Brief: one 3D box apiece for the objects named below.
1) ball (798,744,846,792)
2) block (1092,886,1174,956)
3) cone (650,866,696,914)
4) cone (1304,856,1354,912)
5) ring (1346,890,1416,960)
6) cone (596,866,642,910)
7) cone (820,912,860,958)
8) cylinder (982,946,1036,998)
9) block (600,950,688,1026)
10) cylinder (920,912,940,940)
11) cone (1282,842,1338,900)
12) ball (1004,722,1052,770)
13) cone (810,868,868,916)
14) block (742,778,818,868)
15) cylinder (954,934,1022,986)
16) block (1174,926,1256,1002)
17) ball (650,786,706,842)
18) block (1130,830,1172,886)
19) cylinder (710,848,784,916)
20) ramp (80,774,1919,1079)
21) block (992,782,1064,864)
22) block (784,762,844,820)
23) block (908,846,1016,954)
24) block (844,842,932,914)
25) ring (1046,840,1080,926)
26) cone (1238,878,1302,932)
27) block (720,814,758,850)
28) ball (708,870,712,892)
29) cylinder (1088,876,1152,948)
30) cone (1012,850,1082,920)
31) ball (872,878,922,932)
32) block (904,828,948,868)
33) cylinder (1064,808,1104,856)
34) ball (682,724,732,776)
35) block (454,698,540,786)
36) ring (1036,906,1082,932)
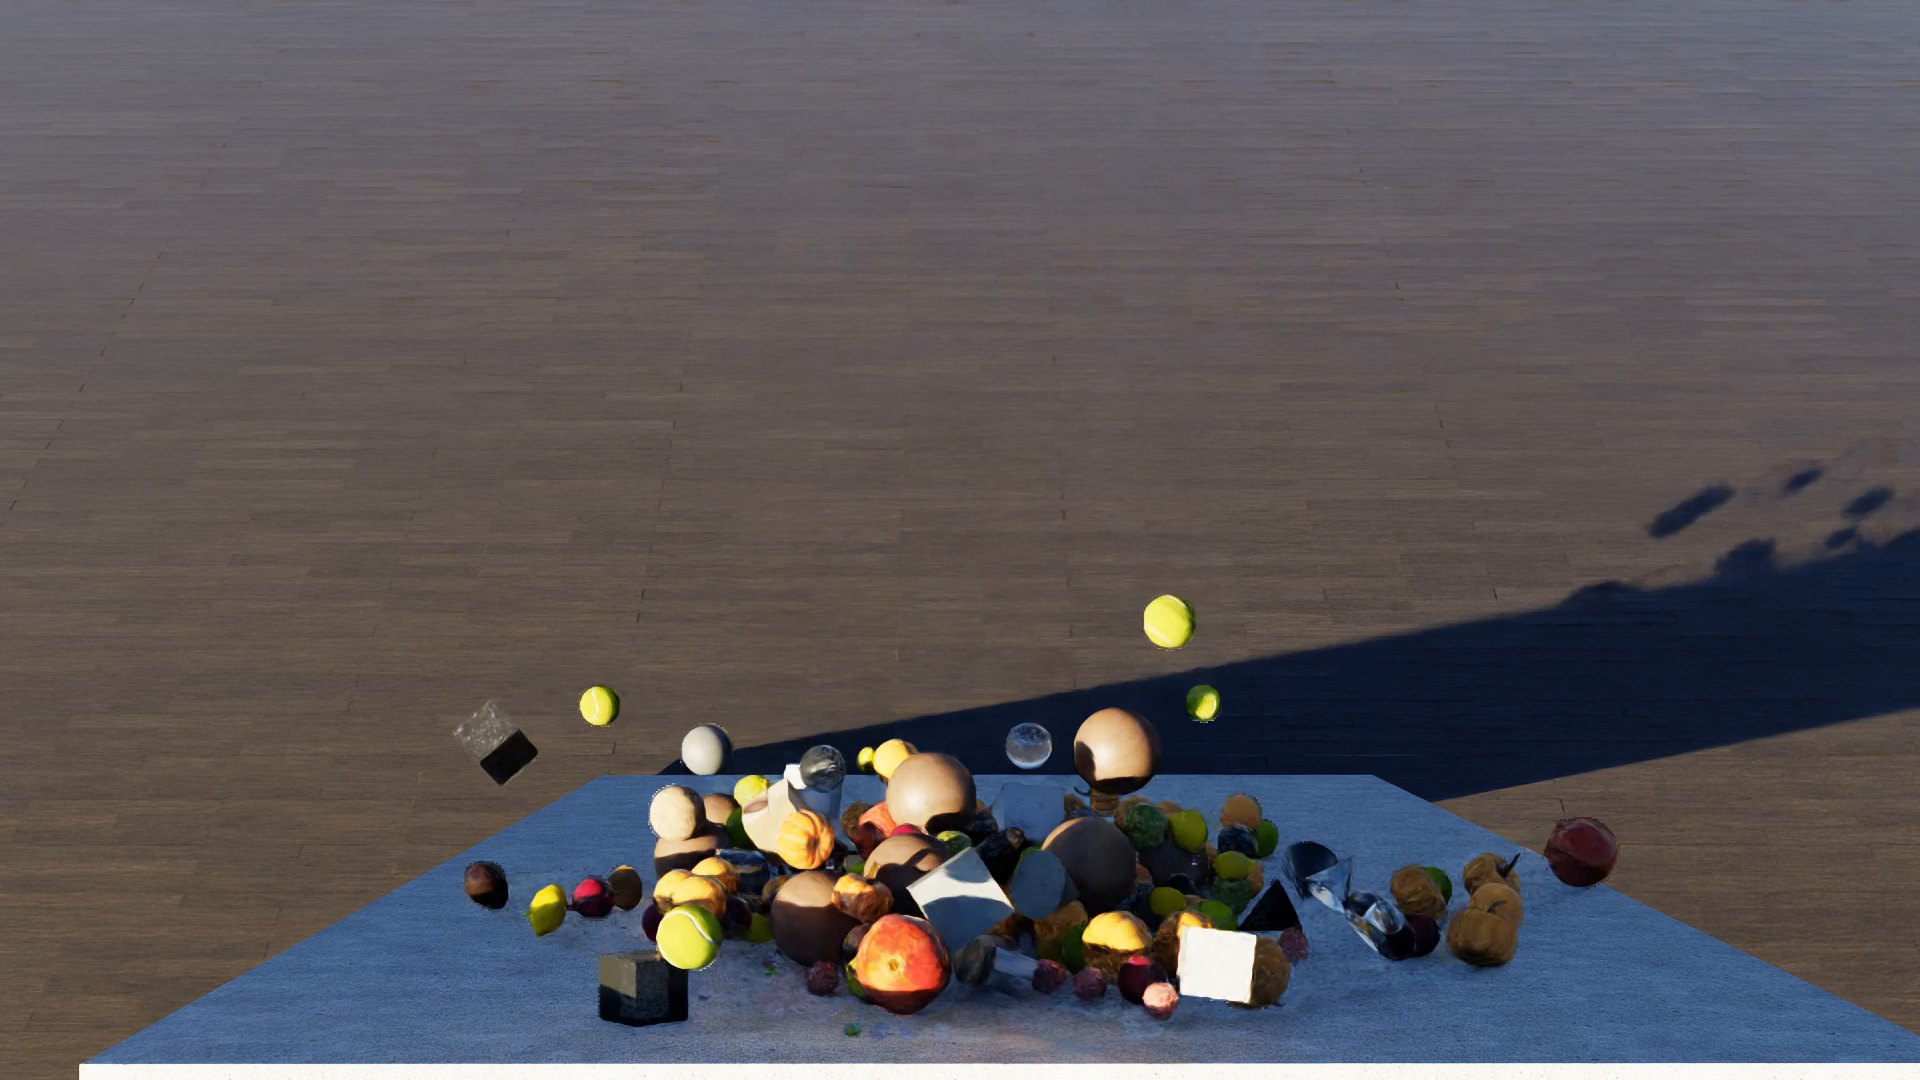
[{"bbox_3d":[-0.257,0.429,4.863,0.090,0.090,0.090,0,32,0],"label":"ball"},{"bbox_3d":[0.234,0.515,3.505,0.088,0.088,0.088,0,-6,-13],"label":"block"},{"bbox_3d":[-0.437,0.533,3.959,0.072,0.072,0.072,2,-3,0],"label":"cone"},{"bbox_3d":[0.581,0.513,3.965,0.080,0.080,0.080,29,70,37],"label":"cone"},{"bbox_3d":[0.563,0.515,3.466,0.038,0.113,0.113,-40,46,-19],"label":"ring"},{"bbox_3d":[-0.534,0.536,3.960,0.068,0.068,0.068,24,14,33],"label":"cone"},{"bbox_3d":[-0.164,0.532,3.524,0.057,0.057,0.057,-2,6,0],"label":"cone"},{"bbox_3d":[0.059,0.526,3.150,0.051,0.051,0.051,18,31,-9],"label":"cylinder"},{"bbox_3d":[-0.367,0.520,3.008,0.073,0.073,0.073,1,-1,-42],"label":"block"},{"bbox_3d":[-0.018,0.507,3.520,0.062,0.062,0.062,5,70,-13],"label":"cylinder"},{"bbox_3d":[0.555,0.551,4.152,0.096,0.096,0.096,8,28,13],"label":"cone"},{"bbox_3d":[0.106,0.318,4.010,0.074,0.074,0.074,0,32,0],"label":"ball"},{"bbox_3d":[-0.191,0.539,3.840,0.077,0.077,0.077,-29,31,12],"label":"cone"},{"bbox_3d":[-0.262,0.412,3.776,0.079,0.079,0.079,-32,20,6],"label":"block"},{"bbox_3d":[0.035,0.523,3.223,0.063,0.063,0.063,12,24,-31],"label":"cylinder"},{"bbox_3d":[0.291,0.484,2.964,0.076,0.076,0.076,7,-8,-1],"label":"block"},{"bbox_3d":[-0.442,0.429,4.062,0.088,0.088,0.088,0,32,0],"label":"ball"},{"bbox_3d":[0.317,0.528,4.313,0.066,0.066,0.066,1,55,2],"label":"block"},{"bbox_3d":[-0.319,0.513,3.881,0.096,0.096,0.096,5,31,-13],"label":"cylinder"},{"bbox_3d":[0.072,0.631,4.730,2.000,0.100,4.000,0,-1,0],"label":"ramp"},{"bbox_3d":[0.107,0.449,4.092,0.095,0.095,0.095,5,61,-10],"label":"block"},{"bbox_3d":[-0.294,0.501,5.167,0.100,0.100,0.100,7,-2,9],"label":"block"},{"bbox_3d":[0.000,0.438,3.157,0.091,0.091,0.091,-33,-3,-7],"label":"block"},{"bbox_3d":[-0.106,0.515,3.935,0.090,0.090,0.090,-18,-13,39],"label":"block"},{"bbox_3d":[0.139,0.465,3.520,0.039,0.117,0.117,6,33,7],"label":"ring"},{"bbox_3d":[0.428,0.533,3.658,0.083,0.083,0.083,-25,35,-1],"label":"cone"},{"bbox_3d":[-0.389,0.541,4.707,0.080,0.080,0.080,0,-1,7],"label":"block"},{"bbox_3d":[-0.343,0.526,3.977,0.088,0.088,0.088,0,32,0],"label":"ball"},{"bbox_3d":[0.223,0.520,3.616,0.090,0.090,0.090,0,-1,0],"label":"cylinder"},{"bbox_3d":[0.128,0.447,3.311,0.087,0.087,0.087,21,12,-45],"label":"cone"},{"bbox_3d":[-0.084,0.493,3.506,0.070,0.070,0.070,0,32,0],"label":"ball"},{"bbox_3d":[-0.062,0.548,4.618,0.064,0.064,0.064,0,-1,-16],"label":"block"},{"bbox_3d":[0.212,0.516,4.578,0.069,0.069,0.069,11,16,17],"label":"cylinder"},{"bbox_3d":[-0.430,0.357,4.403,0.086,0.086,0.086,0,32,0],"label":"ball"},{"bbox_3d":[-0.815,0.356,4.560,0.090,0.090,0.090,-41,55,-10],"label":"block"},{"bbox_3d":[0.137,0.536,3.739,0.080,0.080,0.027,12,54,18],"label":"ring"}]
